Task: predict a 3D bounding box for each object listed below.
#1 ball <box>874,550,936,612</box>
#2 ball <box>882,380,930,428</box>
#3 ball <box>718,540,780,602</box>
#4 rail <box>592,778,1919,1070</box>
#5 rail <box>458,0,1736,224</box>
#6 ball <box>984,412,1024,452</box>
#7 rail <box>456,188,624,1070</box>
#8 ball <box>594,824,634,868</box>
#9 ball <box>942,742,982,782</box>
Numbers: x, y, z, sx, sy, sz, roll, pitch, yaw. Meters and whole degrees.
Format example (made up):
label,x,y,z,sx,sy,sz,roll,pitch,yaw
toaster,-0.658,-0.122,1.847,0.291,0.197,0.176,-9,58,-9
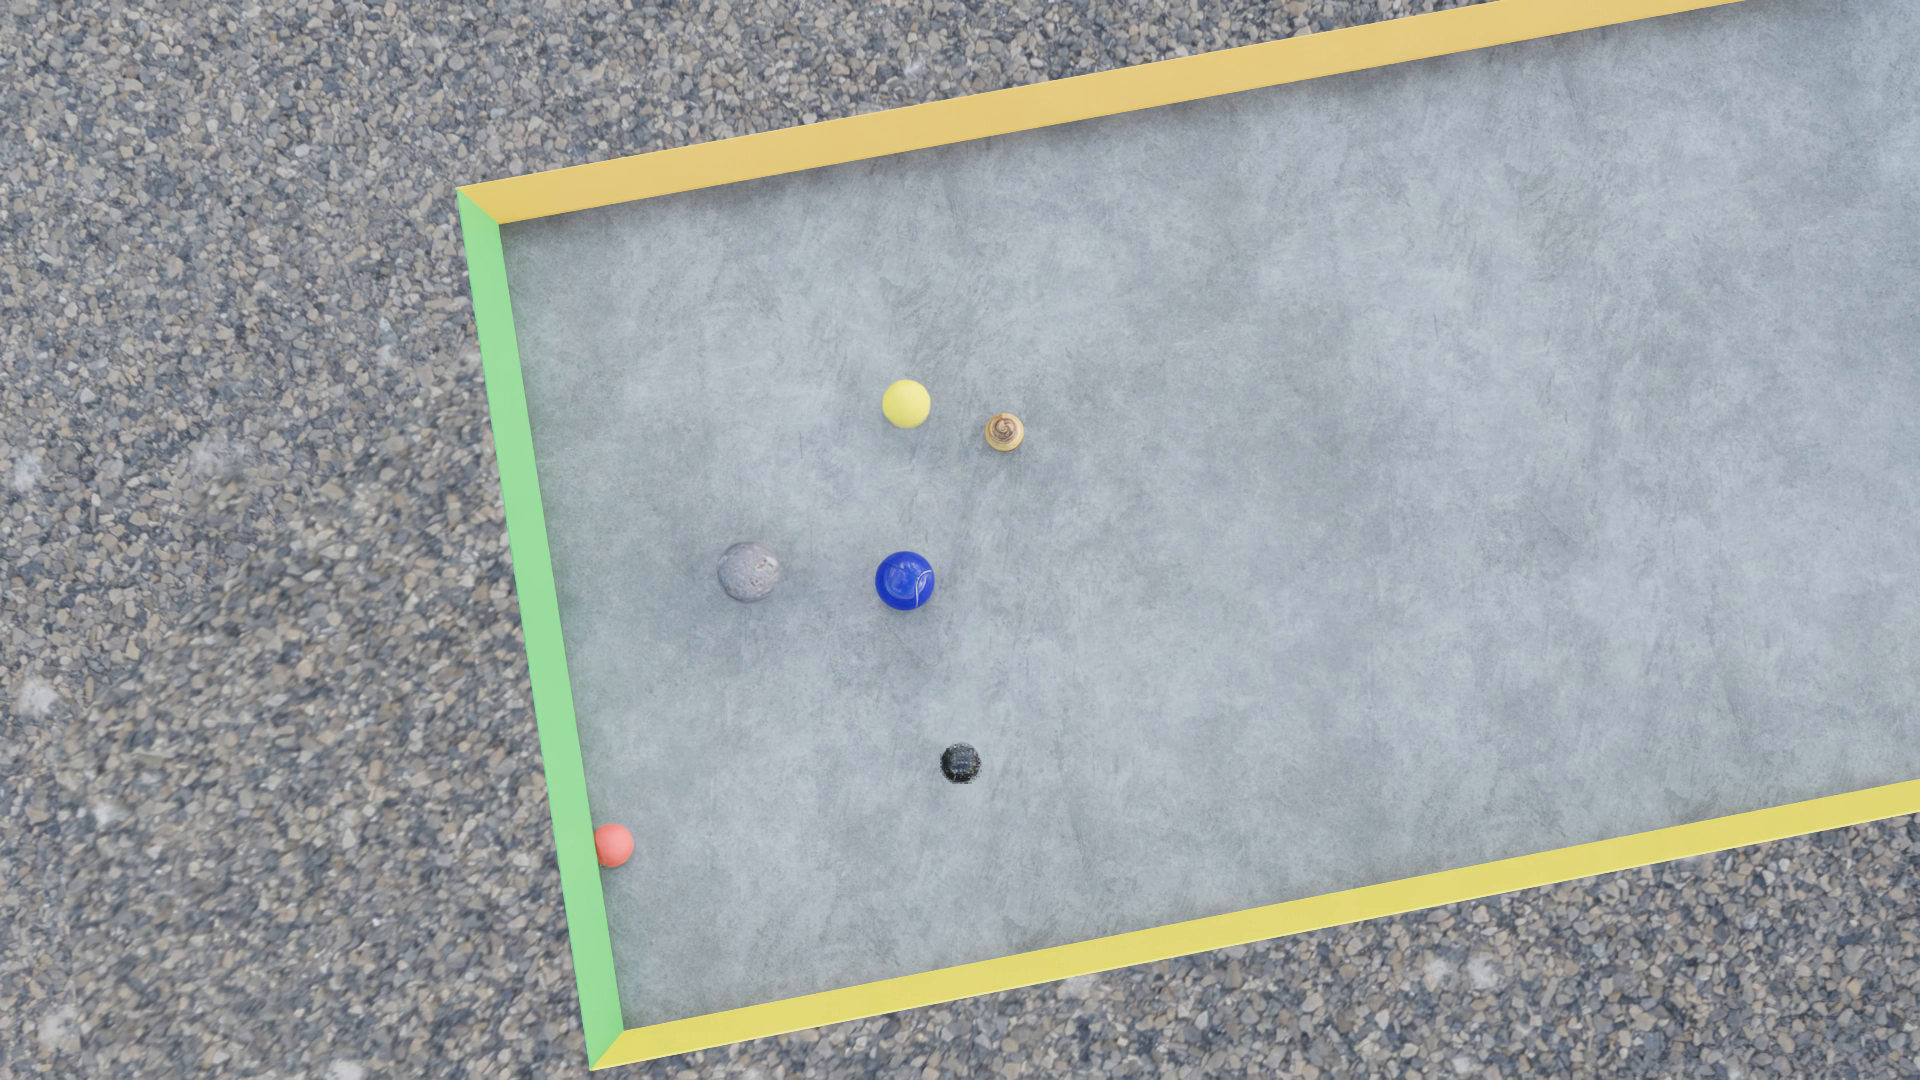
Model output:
label,x,y,z,sx,sy,sz,roll,pitch,yaw
ball,-0.082,0.061,3.281,0.090,0.090,0.090,0,78,0
ball,-0.081,-0.206,3.346,0.074,0.074,0.074,0,78,0
ball,-0.315,0.047,3.283,0.092,0.092,0.092,0,78,0
rail,0.759,0.490,3.175,2.605,0.120,0.045,-11,78,-2
rail,0.520,-0.738,3.433,2.605,0.120,0.045,-11,78,-2
ball,0.068,-0.163,3.343,0.060,0.060,0.060,0,78,0
rail,-0.616,0.110,3.254,0.045,0.120,1.325,-11,78,-2
ball,-0.509,0.447,3.214,0.063,0.063,0.063,0,78,0
ball,0.002,0.328,3.241,0.059,0.059,0.059,0,78,0
